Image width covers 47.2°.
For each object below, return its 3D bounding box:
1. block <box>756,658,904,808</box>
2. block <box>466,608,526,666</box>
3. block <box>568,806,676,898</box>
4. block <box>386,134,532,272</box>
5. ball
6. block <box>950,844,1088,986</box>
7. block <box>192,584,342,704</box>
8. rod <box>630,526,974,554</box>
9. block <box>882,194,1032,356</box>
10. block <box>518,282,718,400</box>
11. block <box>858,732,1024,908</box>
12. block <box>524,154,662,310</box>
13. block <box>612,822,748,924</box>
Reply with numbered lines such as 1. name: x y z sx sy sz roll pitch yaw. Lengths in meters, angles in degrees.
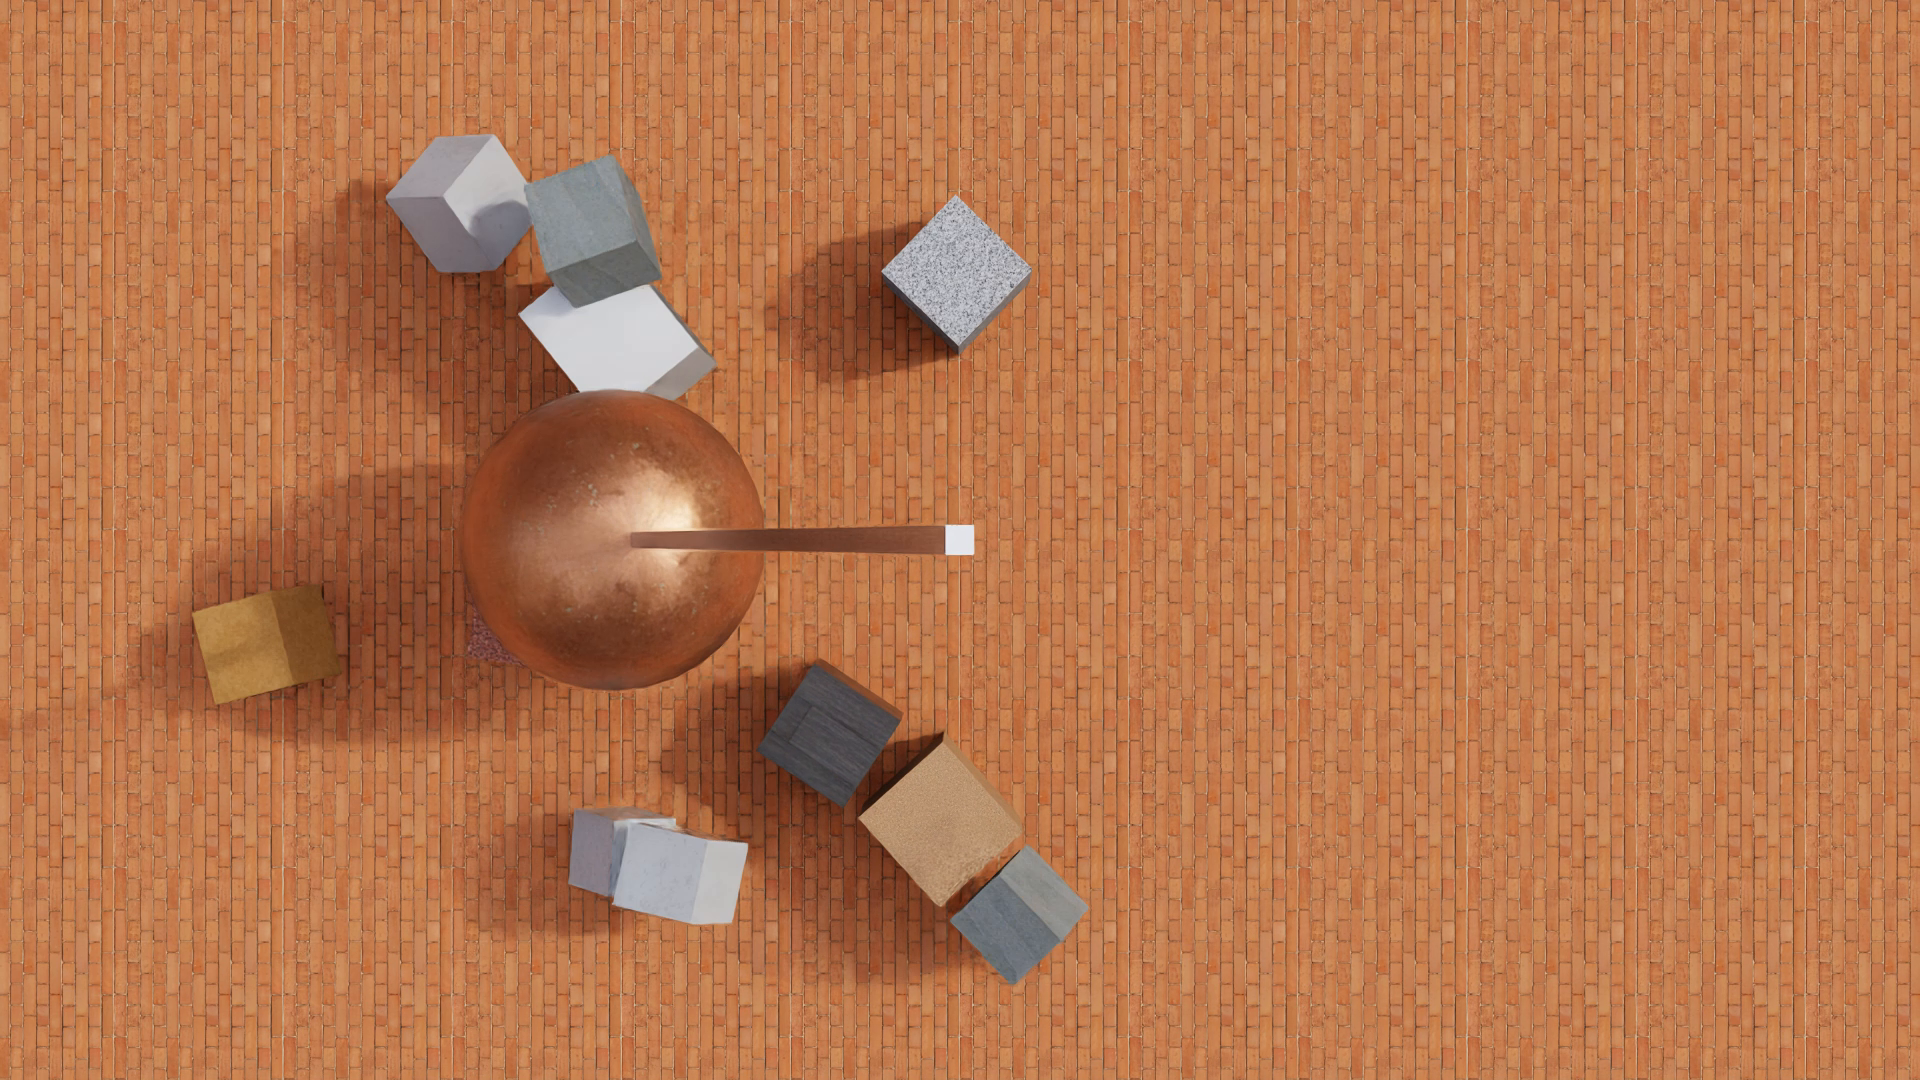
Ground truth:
1. block: -0.742 1.106 12.712 0.591 0.576 0.592 34 90 0
2. block: -2.488 0.429 12.736 0.539 0.528 0.561 9 90 0
3. block: -1.952 1.796 12.701 0.414 0.428 0.438 5 90 -41
4. block: -2.795 -1.901 12.437 0.474 0.550 0.527 5 50 35
5. ball: -1.829 0.000 11.619 1.600 1.600 1.600 0 90 0
6. block: 0.341 2.122 12.483 0.505 0.497 0.432 46 115 6
7. block: -3.989 0.597 12.679 0.514 0.534 0.544 -14 90 14
8. rod: -0.793 0.000 8.381 0.080 5.200 0.080 0 90 -18
9. block: -0.016 -1.515 12.674 0.604 0.652 0.600 44 90 0
10. block: -1.939 -1.145 12.595 0.667 0.760 0.782 -39 86 0
11. block: -0.107 1.594 12.653 0.637 0.694 0.675 -42 90 0
12. block: -1.998 -1.679 11.998 0.518 0.475 0.556 -19 70 3
13. block: -1.558 1.867 12.314 0.488 0.530 0.462 9 84 21
